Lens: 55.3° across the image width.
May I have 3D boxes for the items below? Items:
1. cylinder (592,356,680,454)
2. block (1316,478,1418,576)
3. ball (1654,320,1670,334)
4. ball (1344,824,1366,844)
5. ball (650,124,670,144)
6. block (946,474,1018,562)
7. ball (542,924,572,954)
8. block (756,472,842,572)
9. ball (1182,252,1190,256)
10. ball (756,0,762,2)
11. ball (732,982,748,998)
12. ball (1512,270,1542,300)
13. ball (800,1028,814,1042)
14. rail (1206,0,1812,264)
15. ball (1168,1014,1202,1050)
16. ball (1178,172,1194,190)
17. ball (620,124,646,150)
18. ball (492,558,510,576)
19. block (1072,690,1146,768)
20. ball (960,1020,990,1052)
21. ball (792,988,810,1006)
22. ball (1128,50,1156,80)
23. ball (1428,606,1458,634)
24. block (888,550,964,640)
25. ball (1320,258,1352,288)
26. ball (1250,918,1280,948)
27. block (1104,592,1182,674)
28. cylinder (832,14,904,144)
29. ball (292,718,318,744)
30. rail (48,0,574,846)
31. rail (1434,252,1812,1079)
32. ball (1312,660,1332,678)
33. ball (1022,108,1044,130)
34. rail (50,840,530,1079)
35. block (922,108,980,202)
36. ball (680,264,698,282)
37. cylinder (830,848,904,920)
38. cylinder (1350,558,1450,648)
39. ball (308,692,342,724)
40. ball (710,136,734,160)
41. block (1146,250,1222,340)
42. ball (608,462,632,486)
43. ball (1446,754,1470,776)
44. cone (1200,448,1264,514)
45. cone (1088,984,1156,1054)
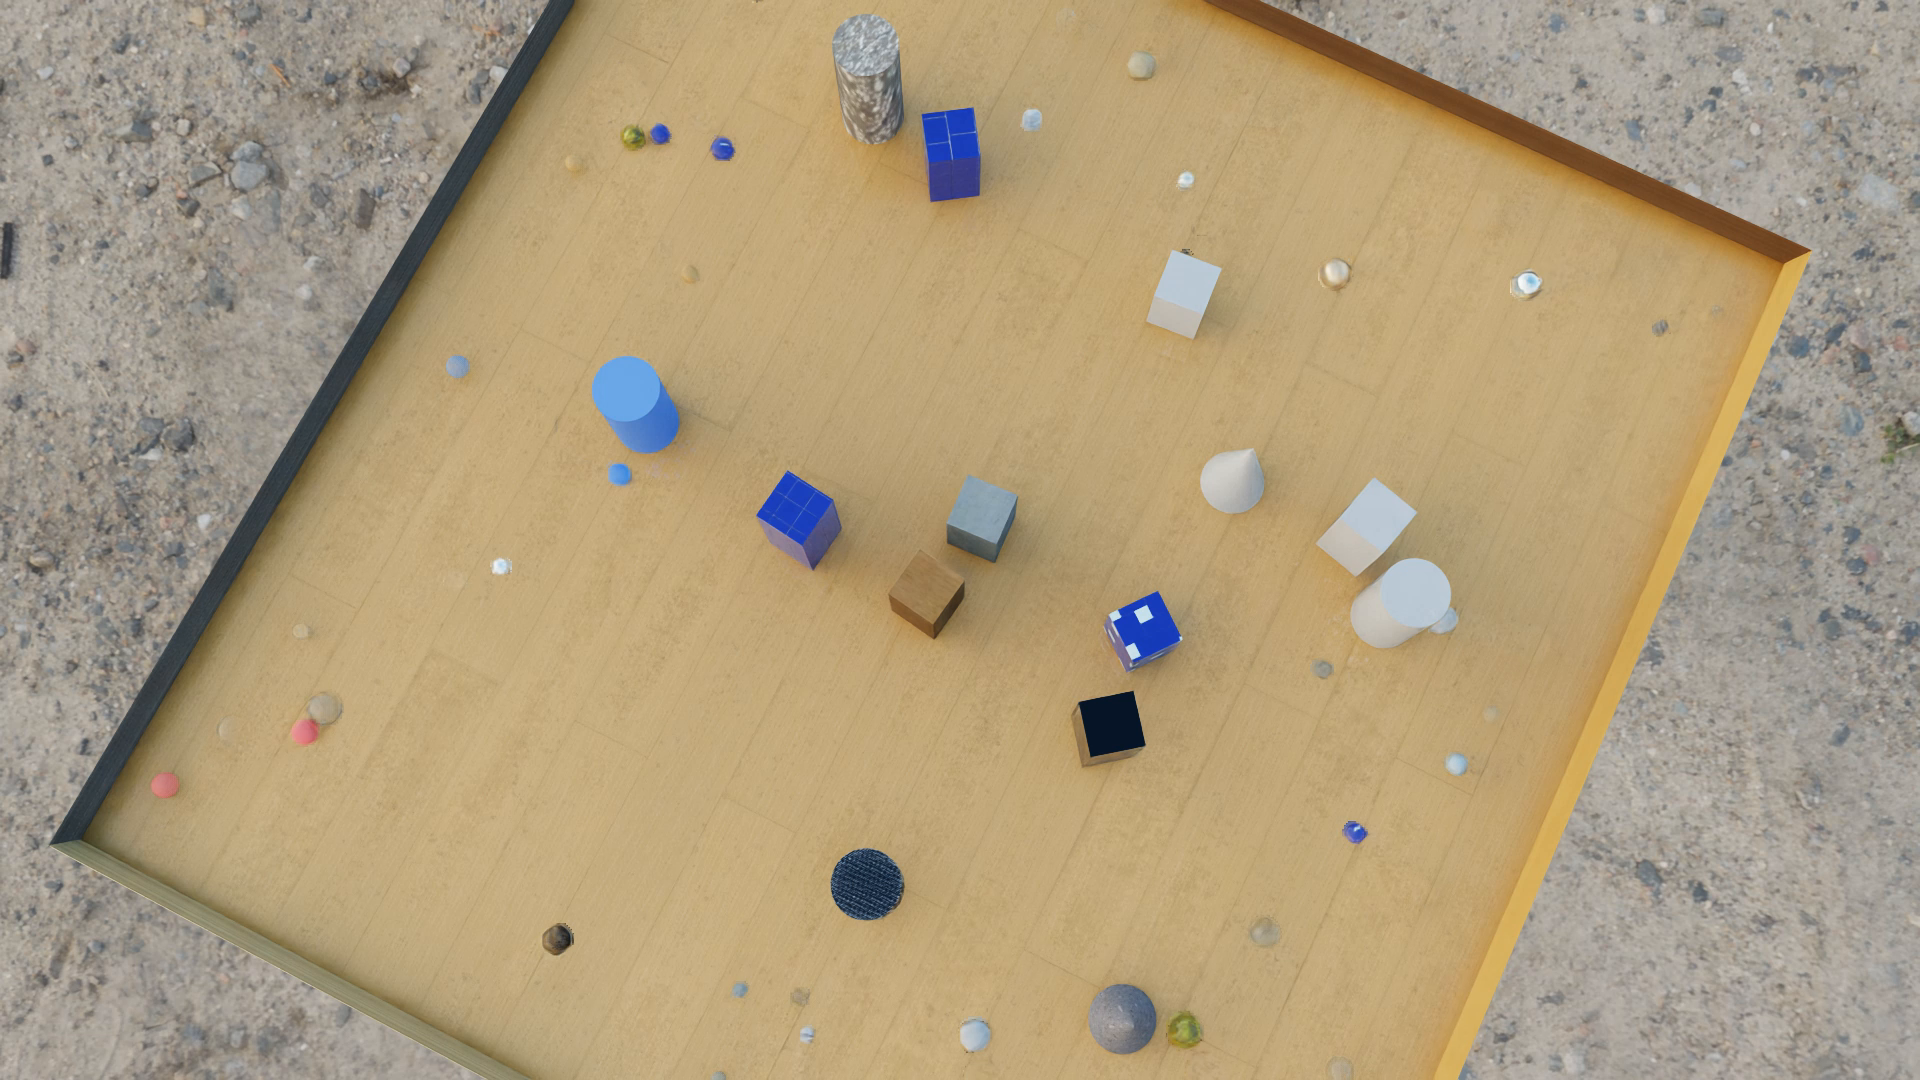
[{"bbox_3d":[-0.971,-0.402,5.511,0.198,0.370,0.198,0,78,0],"label":"cylinder"},{"bbox_3d":[1.201,-0.034,5.436,0.159,0.368,0.159,40,81,8],"label":"block"},{"bbox_3d":[2.194,-0.665,5.731,0.045,0.045,0.045,0,78,0],"label":"ball"},{"bbox_3d":[1.166,0.866,5.407,0.060,0.060,0.060,0,78,0],"label":"ball"},{"bbox_3d":[-0.958,-1.298,5.854,0.061,0.061,0.061,0,78,0],"label":"ball"},{"bbox_3d":[0.065,-0.060,5.480,0.159,0.291,0.159,23,79,5],"label":"block"},{"bbox_3d":[-1.173,1.164,5.332,0.086,0.086,0.086,0,78,0],"label":"ball"},{"bbox_3d":[-0.472,-0.052,5.426,0.159,0.395,0.159,33,80,6],"label":"block"},{"bbox_3d":[0.706,-0.885,5.774,0.050,0.050,0.050,0,78,0],"label":"ball"},{"bbox_3d":[-0.656,-1.783,5.953,0.064,0.064,0.064,0,78,0],"label":"ball"},{"bbox_3d":[-0.639,1.308,5.323,0.044,0.044,0.044,0,78,0],"label":"ball"},{"bbox_3d":[1.774,-0.799,5.734,0.094,0.094,0.094,0,78,0],"label":"ball"},{"bbox_3d":[-0.442,1.431,5.298,0.044,0.044,0.044,0,78,0],"label":"ball"},{"bbox_3d":[0.881,-1.719,5.906,3.908,0.129,0.045,26,80,5],"label":"rail"},{"bbox_3d":[0.647,1.415,5.273,0.098,0.098,0.098,0,78,0],"label":"ball"},{"bbox_3d":[0.719,-1.143,5.825,0.056,0.056,0.056,0,78,0],"label":"ball"},{"bbox_3d":[-1.043,-1.286,5.844,0.077,0.077,0.077,0,78,0],"label":"ball"},{"bbox_3d":[-1.397,0.082,5.571,0.055,0.055,0.055,0,78,0],"label":"ball"},{"bbox_3d":[0.427,0.552,5.317,0.159,0.362,0.159,-11,79,-2],"label":"block"},{"bbox_3d":[0.043,1.427,5.276,0.089,0.089,0.089,0,78,0],"label":"ball"},{"bbox_3d":[-0.463,1.327,5.317,0.050,0.050,0.050,0,78,0],"label":"ball"},{"bbox_3d":[0.582,-1.525,5.886,0.091,0.091,0.091,0,78,0],"label":"ball"},{"bbox_3d":[1.452,0.239,5.520,0.092,0.092,0.092,0,78,0],"label":"ball"},{"bbox_3d":[-0.097,0.165,5.431,0.159,0.297,0.159,34,80,7],"label":"block"},{"bbox_3d":[1.178,-0.835,5.740,0.096,0.096,0.096,0,78,0],"label":"ball"},{"bbox_3d":[0.889,1.144,5.337,0.085,0.085,0.085,0,78,0],"label":"ball"},{"bbox_3d":[0.540,0.276,5.438,0.159,0.238,0.159,-25,79,-5],"label":"block"},{"bbox_3d":[-0.279,-1.416,5.661,0.198,0.487,0.198,0,78,0],"label":"cylinder"},{"bbox_3d":[-1.948,0.570,5.450,0.078,0.078,0.078,0,78,0],"label":"ball"},{"bbox_3d":[-1.726,-0.838,5.723,0.045,0.129,3.988,26,80,5],"label":"rail"},{"bbox_3d":[1.726,0.852,5.373,0.045,0.129,3.988,26,80,5],"label":"rail"},{"bbox_3d":[1.089,0.389,5.507,0.057,0.057,0.057,0,78,0],"label":"ball"},{"bbox_3d":[0.232,-1.345,5.861,0.067,0.067,0.067,0,78,0],"label":"ball"},{"bbox_3d":[-0.881,1.732,5.191,3.908,0.129,0.045,26,80,5],"label":"rail"},{"bbox_3d":[-0.026,-1.196,5.705,0.159,0.312,0.159,-8,78,-2],"label":"block"},{"bbox_3d":[-0.850,-0.837,5.761,0.057,0.057,0.057,0,78,0],"label":"ball"},{"bbox_3d":[-0.262,0.990,5.258,0.198,0.300,0.198,0,78,0],"label":"cylinder"},{"bbox_3d":[1.286,0.190,5.369,0.198,0.409,0.198,0,78,0],"label":"cylinder"},{"bbox_3d":[-1.893,0.501,5.462,0.099,0.099,0.099,0,78,0],"label":"ball"},{"bbox_3d":[-0.758,-1.248,5.838,0.072,0.072,0.072,0,78,0],"label":"ball"},{"bbox_3d":[0.688,-0.754,5.650,0.159,0.240,0.159,22,79,4],"label":"block"},{"bbox_3d":[-1.046,-0.202,5.622,0.072,0.072,0.072,0,78,0],"label":"ball"},{"bbox_3d":[1.478,0.667,5.445,0.066,0.066,0.066,0,78,0],"label":"ball"},{"bbox_3d":[0.841,-0.221,5.449,0.198,0.417,0.198,0,78,0],"label":"cone"},{"bbox_3d":[0.472,1.355,5.144,0.198,0.376,0.198,0,78,0],"label":"cone"}]
